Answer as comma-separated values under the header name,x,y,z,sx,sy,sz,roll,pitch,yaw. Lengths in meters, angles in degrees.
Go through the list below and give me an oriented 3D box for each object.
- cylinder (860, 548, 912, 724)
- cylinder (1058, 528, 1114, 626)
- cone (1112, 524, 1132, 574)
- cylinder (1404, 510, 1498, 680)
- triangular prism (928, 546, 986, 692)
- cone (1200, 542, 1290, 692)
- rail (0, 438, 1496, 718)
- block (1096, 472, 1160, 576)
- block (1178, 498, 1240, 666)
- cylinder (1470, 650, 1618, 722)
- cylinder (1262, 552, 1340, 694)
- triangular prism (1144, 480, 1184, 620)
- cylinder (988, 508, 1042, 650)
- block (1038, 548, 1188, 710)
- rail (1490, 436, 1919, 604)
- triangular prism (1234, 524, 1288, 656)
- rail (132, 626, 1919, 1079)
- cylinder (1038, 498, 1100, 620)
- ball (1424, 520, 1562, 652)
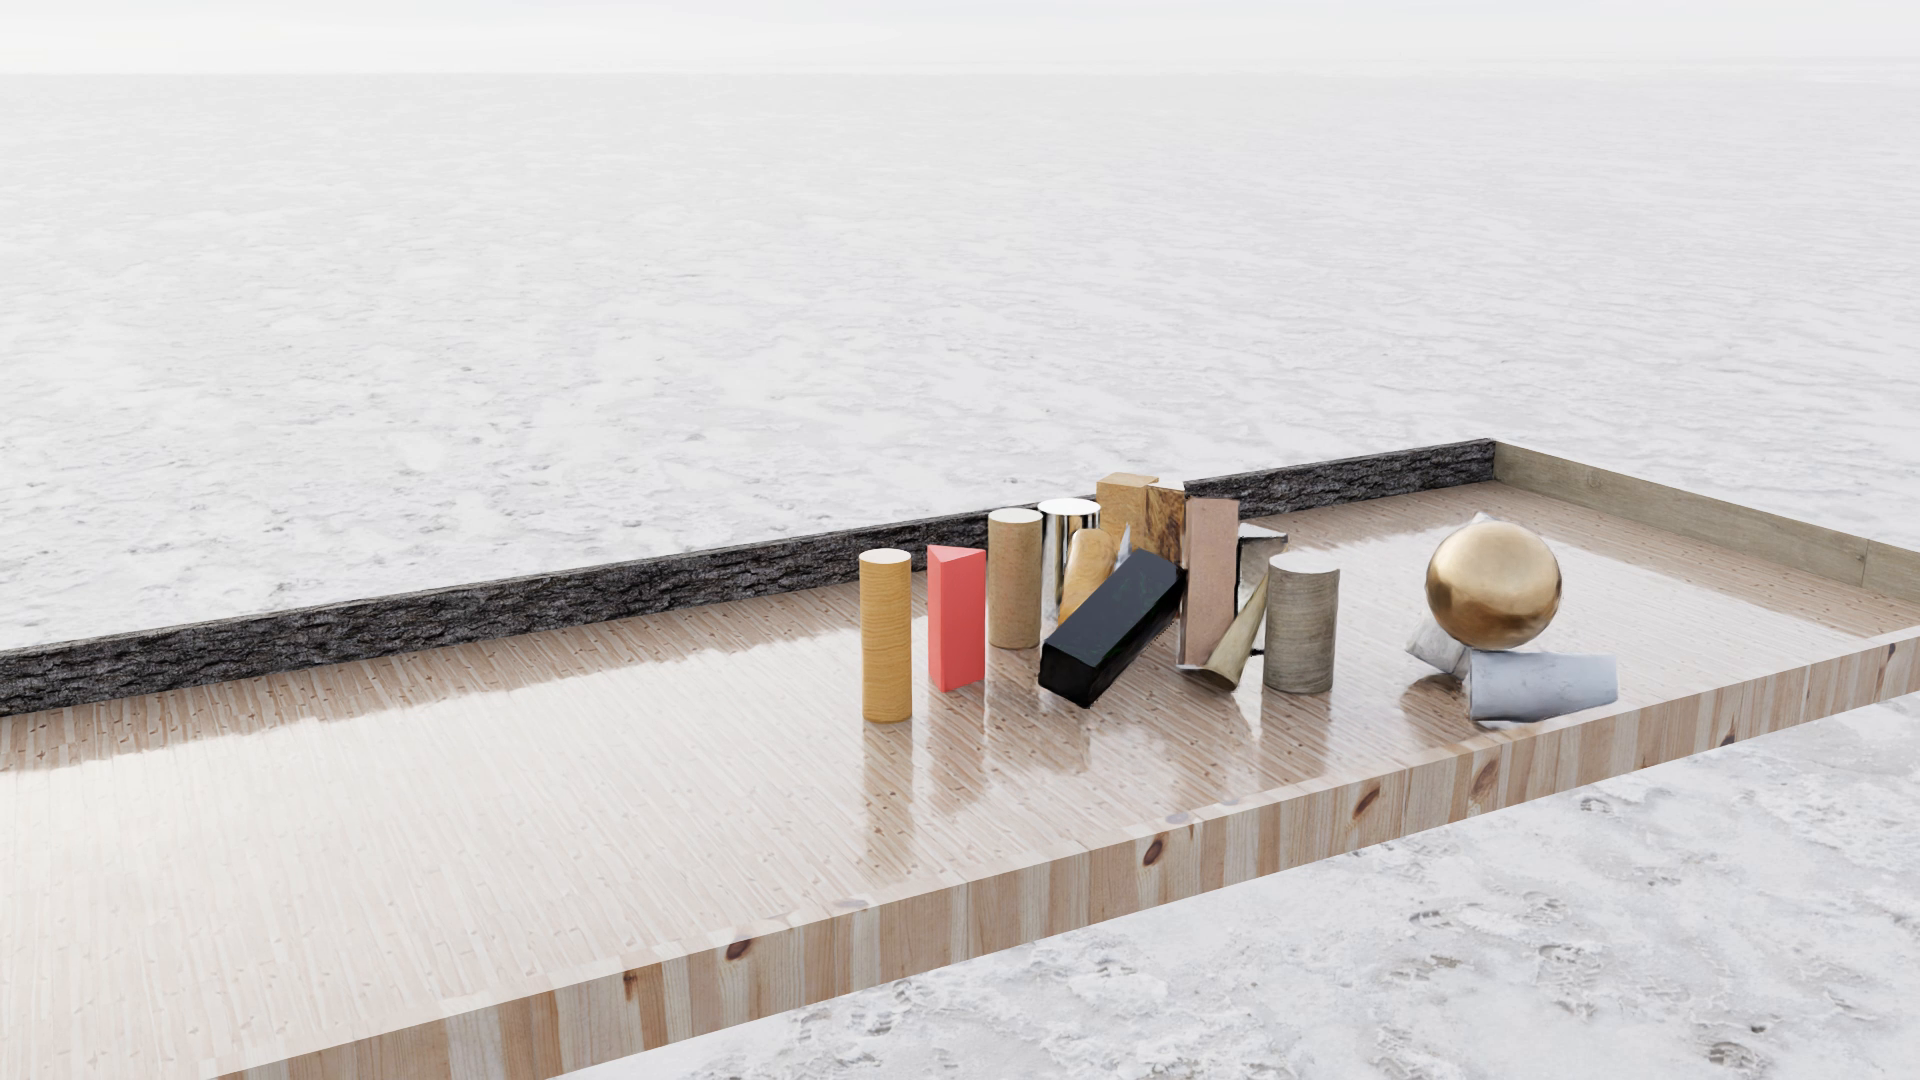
name,x,y,z,sx,sy,sz,roll,pitch,yaw
cylinder,-0.174,0.227,3.881,0.120,0.396,0.120,0,16,0
cylinder,0.326,0.147,4.326,0.116,0.116,0.379,3,48,11
cone,0.430,0.111,4.352,0.137,0.333,0.137,4,7,0
cylinder,1.279,0.139,4.126,0.167,0.394,0.167,26,7,-3
triangular prism,-0.034,0.188,4.118,0.147,0.337,0.127,-15,22,-42
cone,0.737,0.173,4.122,0.101,0.101,0.424,14,65,40
rail,-3.305,0.497,3.399,12.000,0.150,0.050,-9,18,-27
block,0.488,-0.018,4.834,0.138,0.329,0.138,9,19,27
block,0.632,0.110,4.196,0.116,0.421,0.116,3,-4,0
cylinder,1.349,0.341,3.827,0.312,0.166,0.166,1,16,16
cylinder,0.847,0.206,4.096,0.173,0.314,0.173,0,16,0
triangular prism,0.589,0.023,4.617,0.114,0.372,0.099,11,19,32
cylinder,0.146,0.104,4.382,0.143,0.350,0.143,0,16,0
block,0.383,0.214,4.100,0.141,0.141,0.458,26,44,24
rail,2.466,-0.048,5.253,0.050,0.150,2.100,-9,18,-27
triangular prism,0.758,0.128,4.342,0.151,0.323,0.131,-2,16,-11
rail,-2.336,1.006,1.665,12.000,0.150,0.050,-9,18,-27
cylinder,0.303,0.054,4.626,0.174,0.307,0.174,0,16,0
ball,1.241,0.106,3.841,0.305,0.305,0.305,0,16,0
